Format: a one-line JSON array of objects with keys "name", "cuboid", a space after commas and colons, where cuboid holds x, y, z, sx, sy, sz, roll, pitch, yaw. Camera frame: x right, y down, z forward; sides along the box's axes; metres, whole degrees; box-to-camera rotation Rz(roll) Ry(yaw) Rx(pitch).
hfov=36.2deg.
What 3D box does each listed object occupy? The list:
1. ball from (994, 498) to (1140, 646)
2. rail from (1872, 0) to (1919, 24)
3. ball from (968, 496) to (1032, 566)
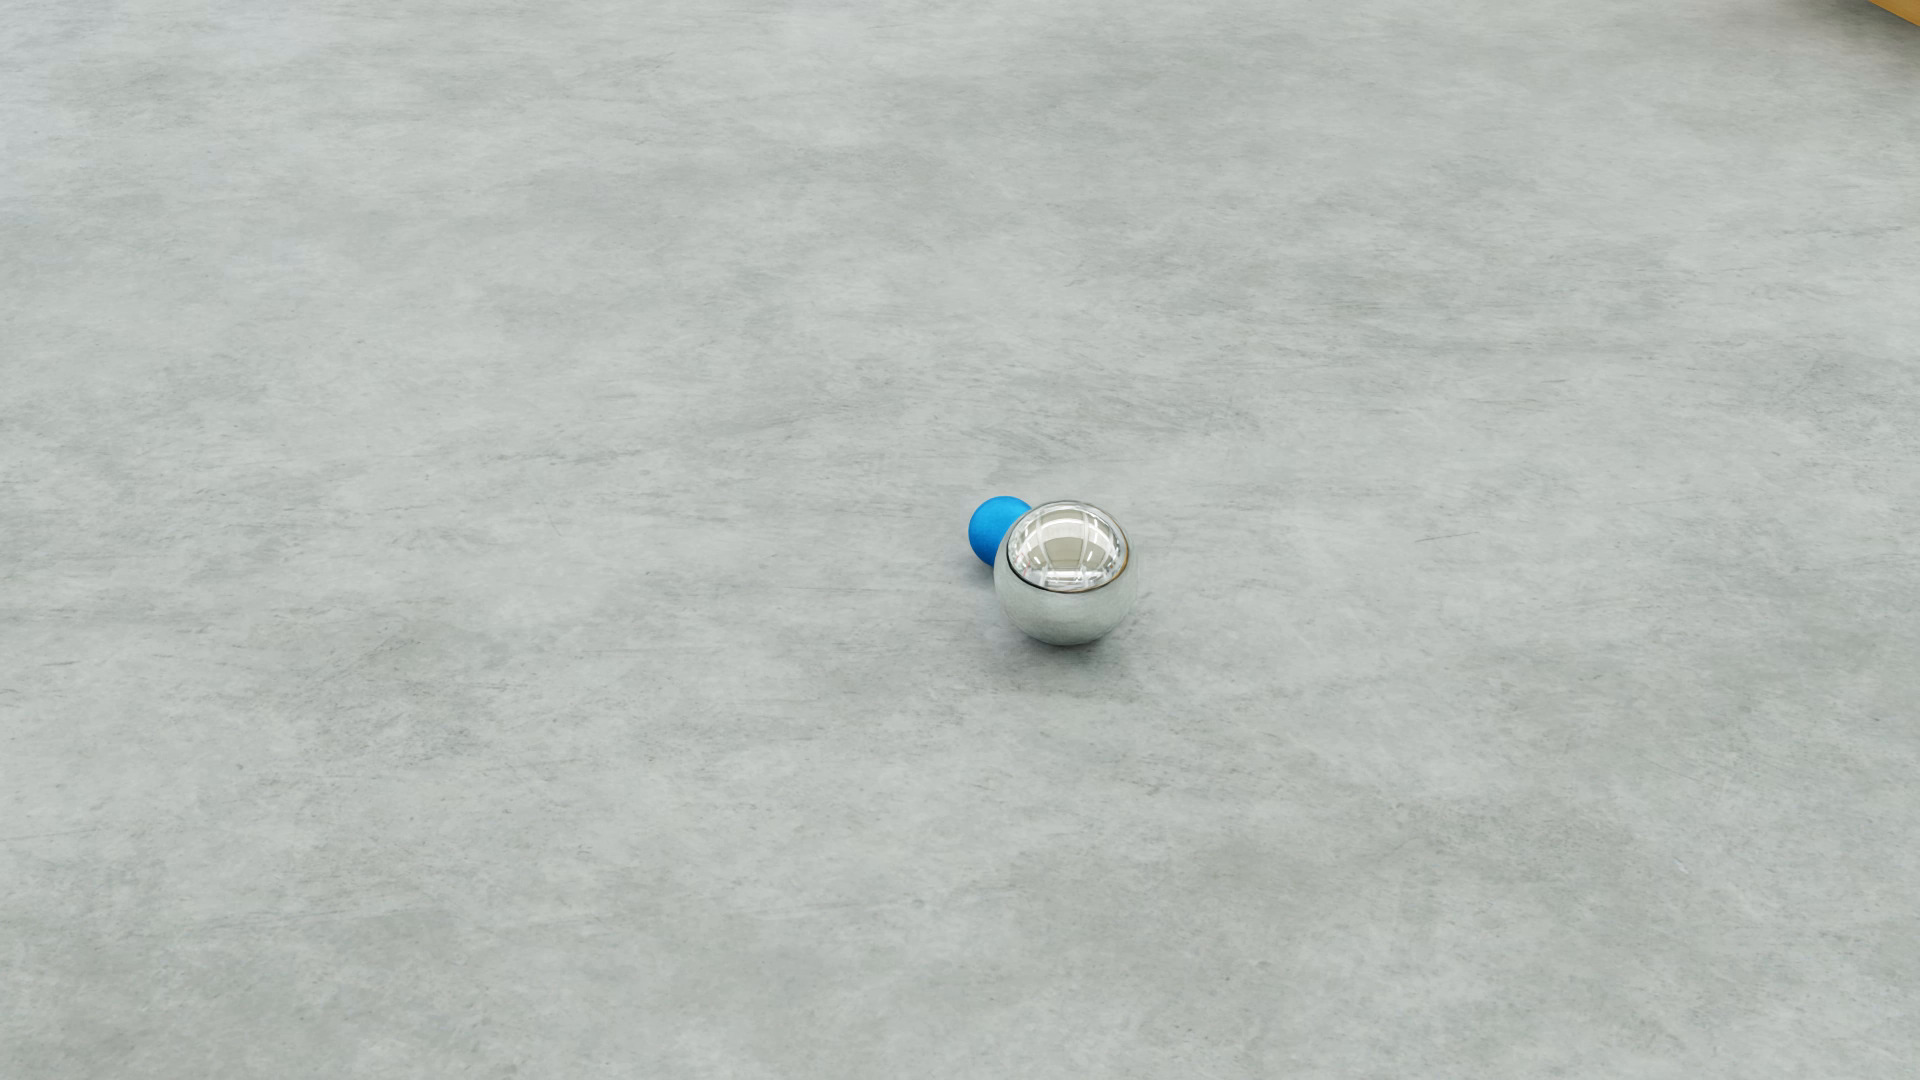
[{"name": "ball", "cuboid": [0.062, 0.019, 1.712, 0.085, 0.085, 0.085, 0, 30, 0]}, {"name": "rail", "cuboid": [0.685, -0.707, 2.955, 0.045, 0.116, 4.146, -11, 31, -19]}, {"name": "ball", "cuboid": [0.027, -0.005, 1.795, 0.045, 0.045, 0.045, 0, 30, 0]}]
